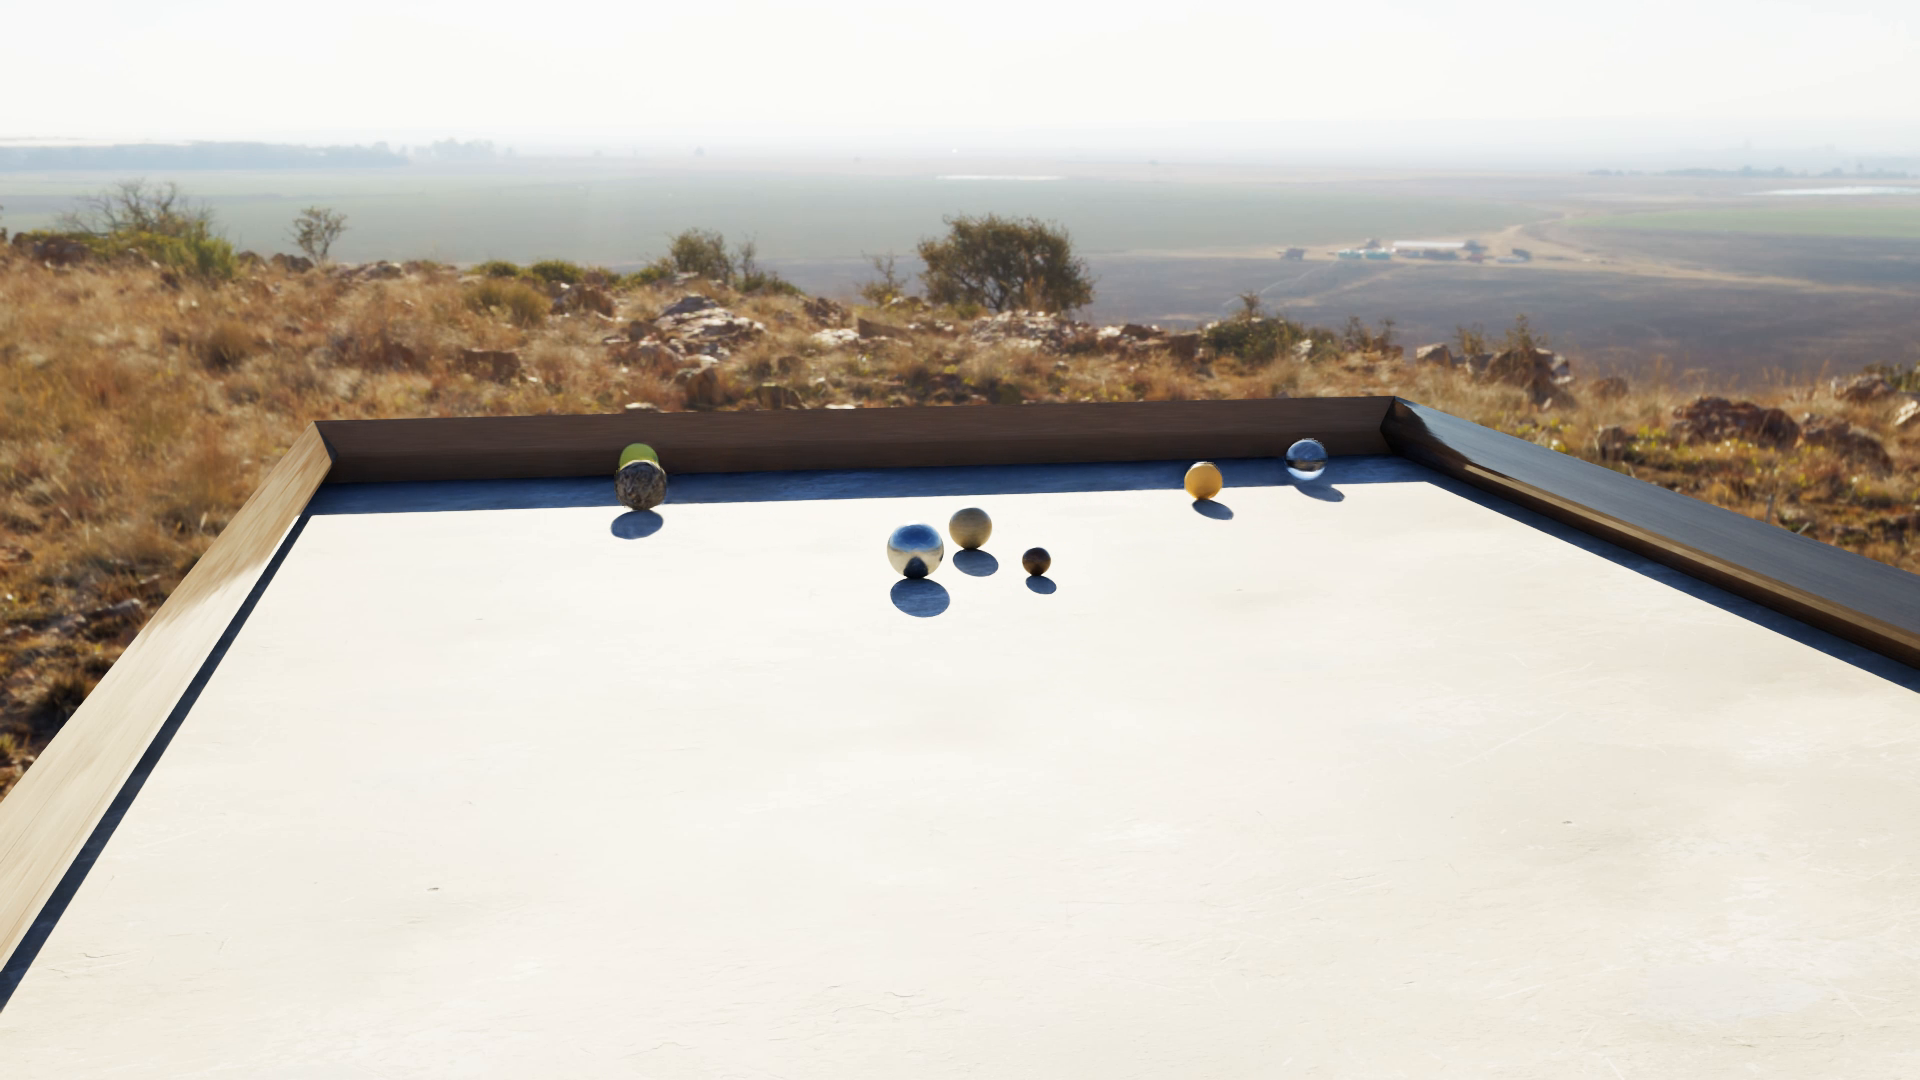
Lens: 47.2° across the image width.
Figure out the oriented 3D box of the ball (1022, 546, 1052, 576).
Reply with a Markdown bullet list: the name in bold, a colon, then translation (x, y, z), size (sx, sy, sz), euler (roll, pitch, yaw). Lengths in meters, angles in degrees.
- **ball**: translation (0.106, 0.029, 3.043), size (0.042, 0.042, 0.042), euler (0, 11, 0)

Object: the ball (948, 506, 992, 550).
- **ball**: translation (0.015, -0.018, 3.224), size (0.065, 0.065, 0.065), euler (0, 11, 0)

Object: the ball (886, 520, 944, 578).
- **ball**: translation (-0.061, 0.013, 3.022), size (0.080, 0.080, 0.080), euler (0, 11, 0)

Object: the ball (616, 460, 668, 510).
- **ball**: translation (-0.512, -0.089, 3.539), size (0.083, 0.083, 0.083), euler (0, 11, 0)

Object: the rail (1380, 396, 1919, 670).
- **rail**: translation (1.093, 0.109, 2.453), size (0.045, 0.107, 3.462), euler (-2, 11, -10)

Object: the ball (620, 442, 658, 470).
- **ball**: translation (-0.557, -0.135, 3.813), size (0.068, 0.068, 0.068), euler (0, 11, 0)

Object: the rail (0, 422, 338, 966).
- **rail**: translation (-0.792, 0.173, 2.127), size (0.045, 0.107, 3.462), euler (-2, 11, -10)

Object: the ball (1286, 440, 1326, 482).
- **ball**: translation (0.601, -0.138, 3.822), size (0.072, 0.072, 0.072), euler (0, 11, 0)

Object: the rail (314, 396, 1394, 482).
- **rail**: translation (-0.146, -0.180, 3.940), size (1.962, 0.107, 0.045), euler (-2, 11, -10)

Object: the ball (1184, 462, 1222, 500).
- **ball**: translation (0.402, -0.096, 3.633), size (0.062, 0.062, 0.062), euler (0, 11, 0)
